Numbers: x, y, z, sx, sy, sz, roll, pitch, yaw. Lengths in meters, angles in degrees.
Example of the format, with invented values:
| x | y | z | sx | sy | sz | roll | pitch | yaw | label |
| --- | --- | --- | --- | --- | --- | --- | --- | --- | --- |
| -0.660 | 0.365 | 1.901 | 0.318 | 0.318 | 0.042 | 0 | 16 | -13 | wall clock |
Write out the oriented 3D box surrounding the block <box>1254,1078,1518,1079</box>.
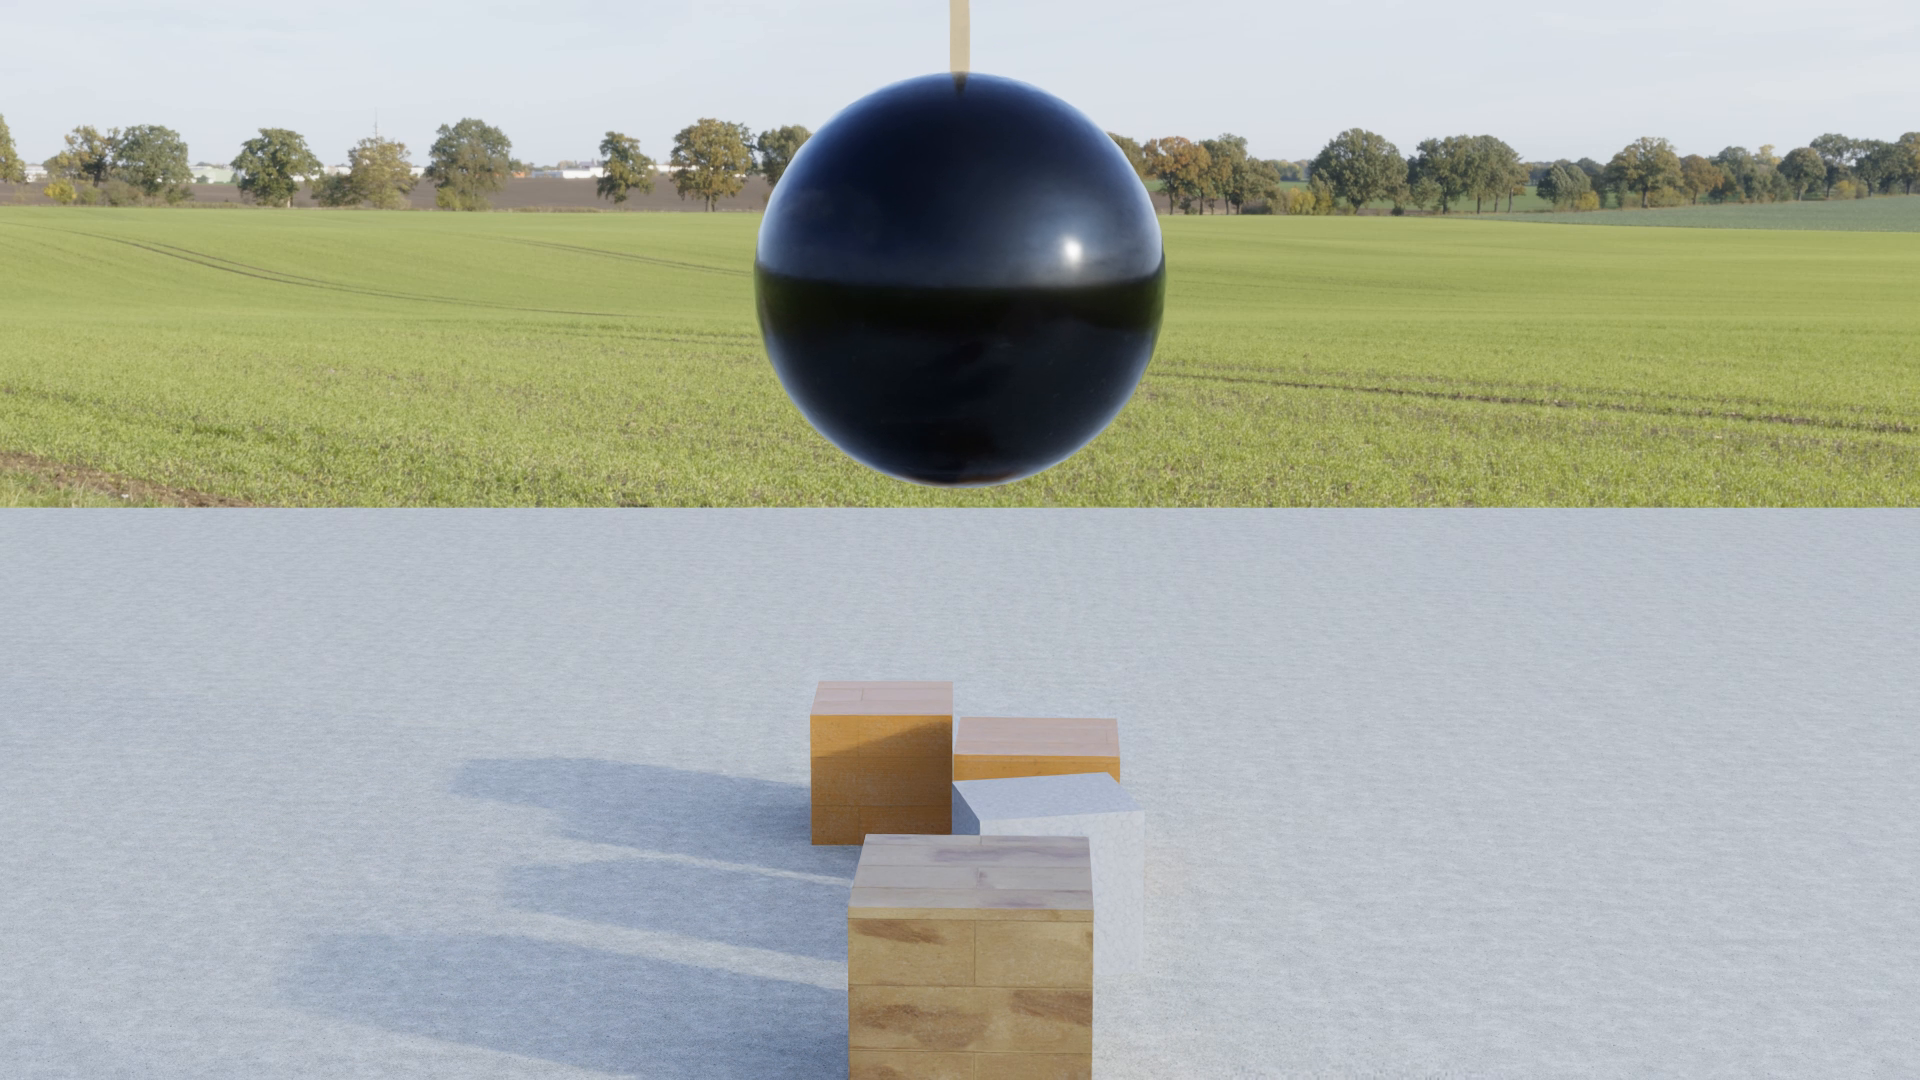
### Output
| x | y | z | sx | sy | sz | roll | pitch | yaw | label |
| --- | --- | --- | --- | --- | --- | --- | --- | --- | --- |
| 1.220 | 2.008 | 6.037 | 0.760 | 0.770 | 0.706 | 1 | 19 | -4 | block |

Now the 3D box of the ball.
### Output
| x | y | z | sx | sy | sz | roll | pitch | yaw | label |
| --- | --- | --- | --- | --- | --- | --- | --- | --- | --- |
| 0.000 | -0.999 | 8.514 | 1.600 | 1.600 | 1.600 | 0 | 10 | 0 | ball |

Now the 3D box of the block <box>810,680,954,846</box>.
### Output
| x | y | z | sx | sy | sz | roll | pitch | yaw | label |
| --- | --- | --- | --- | --- | --- | --- | --- | --- | --- |
| -0.393 | 1.144 | 11.380 | 0.711 | 0.678 | 0.701 | 0 | 10 | 0 | block |

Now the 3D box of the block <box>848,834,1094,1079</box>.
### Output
| x | y | z | sx | sy | sz | roll | pitch | yaw | label |
| --- | --- | --- | --- | --- | --- | --- | --- | --- | --- |
| 0.053 | 1.635 | 8.319 | 0.878 | 0.807 | 0.839 | 0 | 10 | 2 | block |

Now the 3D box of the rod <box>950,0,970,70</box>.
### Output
| x | y | z | sx | sy | sz | roll | pitch | yaw | label |
| --- | --- | --- | --- | --- | --- | --- | --- | --- | --- |
| 0.000 | -4.302 | 9.322 | 0.080 | 5.200 | 0.080 | 0 | -14 | 0 | rod |

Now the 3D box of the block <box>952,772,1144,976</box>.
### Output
| x | y | z | sx | sy | sz | roll | pitch | yaw | label |
| --- | --- | --- | --- | --- | --- | --- | --- | --- | --- |
| 0.371 | 1.456 | 9.556 | 0.711 | 0.716 | 0.587 | -2 | 11 | -12 | block |

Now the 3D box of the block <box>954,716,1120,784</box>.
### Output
| x | y | z | sx | sy | sz | roll | pitch | yaw | label |
| --- | --- | --- | --- | --- | --- | --- | --- | --- | --- |
| 0.373 | 1.278 | 10.623 | 0.775 | 0.685 | 0.681 | 1 | 10 | 3 | block |
